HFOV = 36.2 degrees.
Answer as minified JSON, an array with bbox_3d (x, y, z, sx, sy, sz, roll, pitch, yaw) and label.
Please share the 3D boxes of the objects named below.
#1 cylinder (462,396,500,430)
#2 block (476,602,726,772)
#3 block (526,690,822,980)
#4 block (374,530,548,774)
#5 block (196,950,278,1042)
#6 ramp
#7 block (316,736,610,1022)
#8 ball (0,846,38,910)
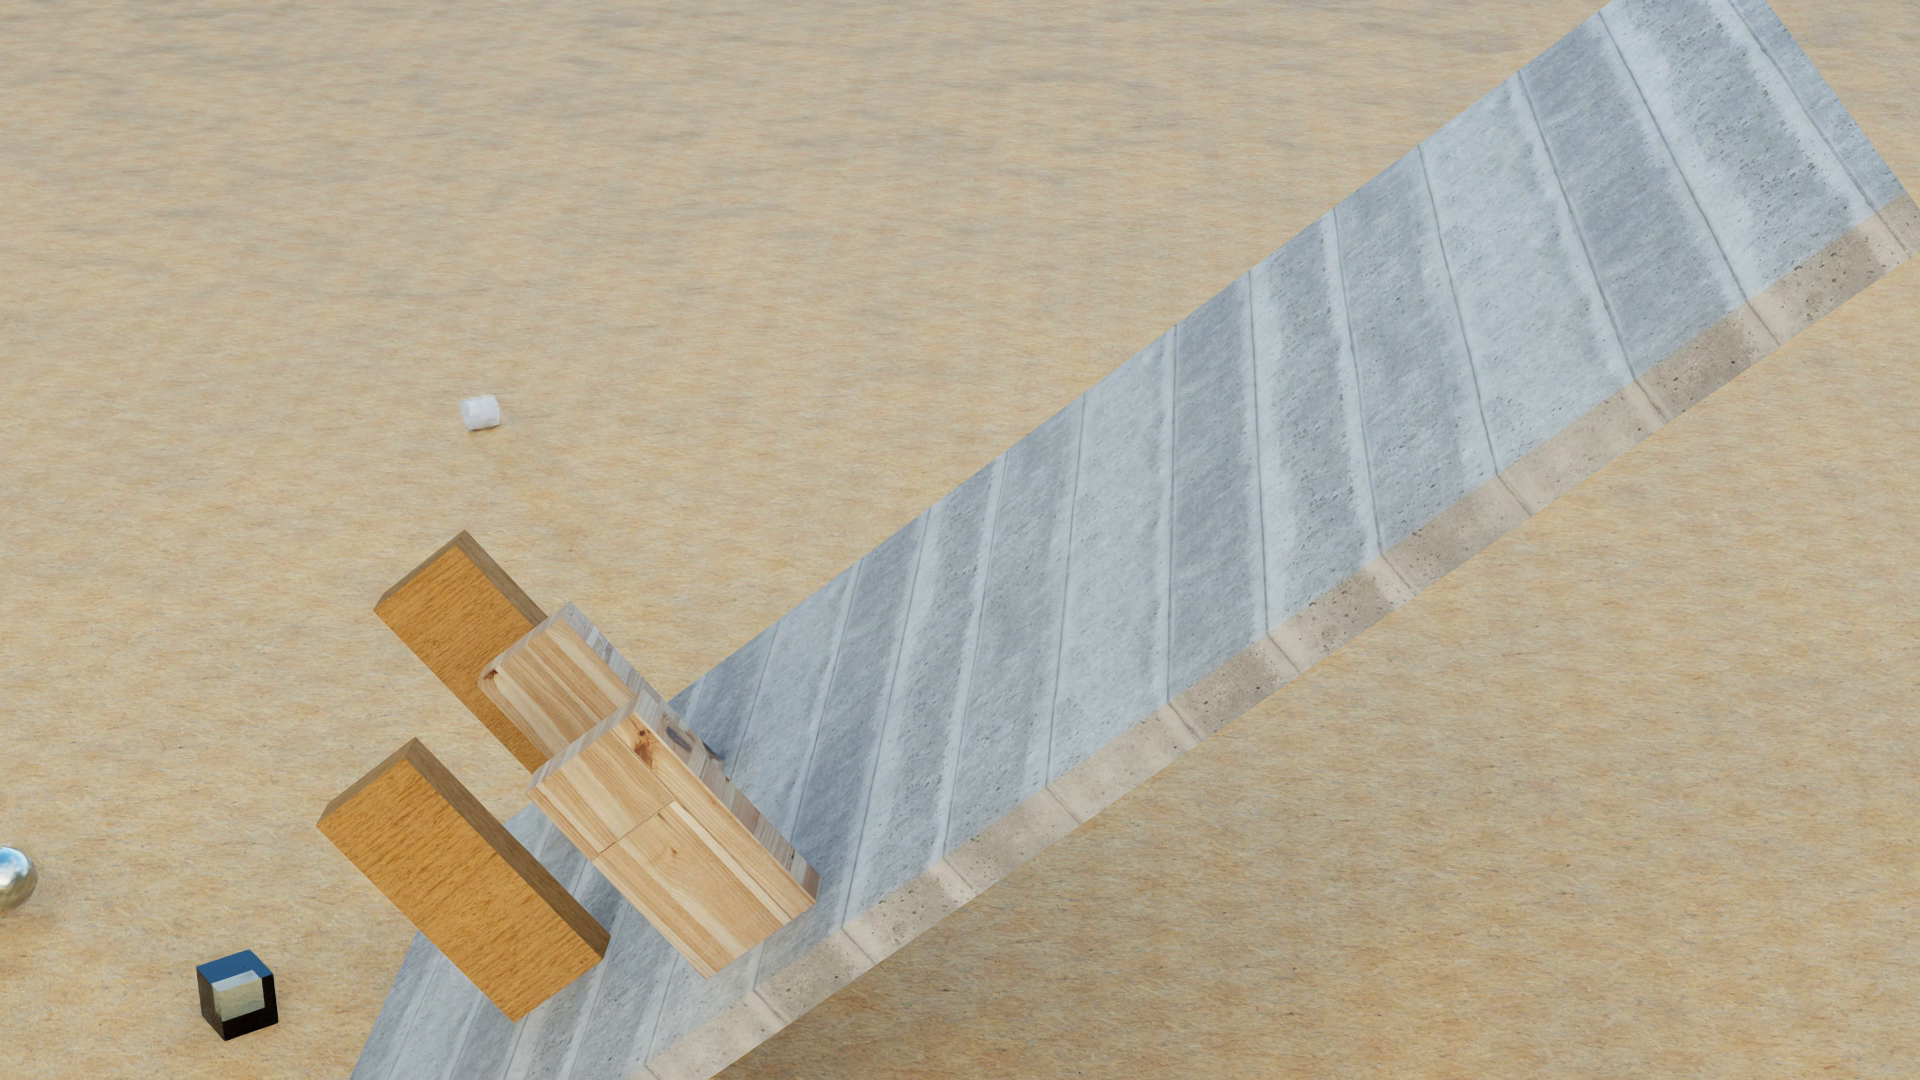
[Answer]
[{"bbox_3d":[-1.780,-0.469,10.927,0.111,0.111,0.111,-12,26,-24],"label":"cylinder"},{"bbox_3d":[-0.825,0.425,6.770,0.274,0.534,0.090,-36,16,18],"label":"block"},{"bbox_3d":[-0.555,0.578,5.731,0.292,0.527,0.093,-36,16,18],"label":"block"},{"bbox_3d":[-1.117,0.329,7.395,0.288,0.709,0.098,-36,16,18],"label":"block"},{"bbox_3d":[-1.794,1.129,7.300,0.143,0.143,0.143,-16,29,-32],"label":"block"},{"bbox_3d":[0.118,0.187,6.345,4.000,0.100,2.000,-36,16,18],"label":"ramp"},{"bbox_3d":[-1.068,0.737,6.348,0.267,0.621,0.098,-36,16,18],"label":"block"},{"bbox_3d":[-2.510,0.888,7.715,0.169,0.169,0.169,0,24,0],"label":"ball"}]
